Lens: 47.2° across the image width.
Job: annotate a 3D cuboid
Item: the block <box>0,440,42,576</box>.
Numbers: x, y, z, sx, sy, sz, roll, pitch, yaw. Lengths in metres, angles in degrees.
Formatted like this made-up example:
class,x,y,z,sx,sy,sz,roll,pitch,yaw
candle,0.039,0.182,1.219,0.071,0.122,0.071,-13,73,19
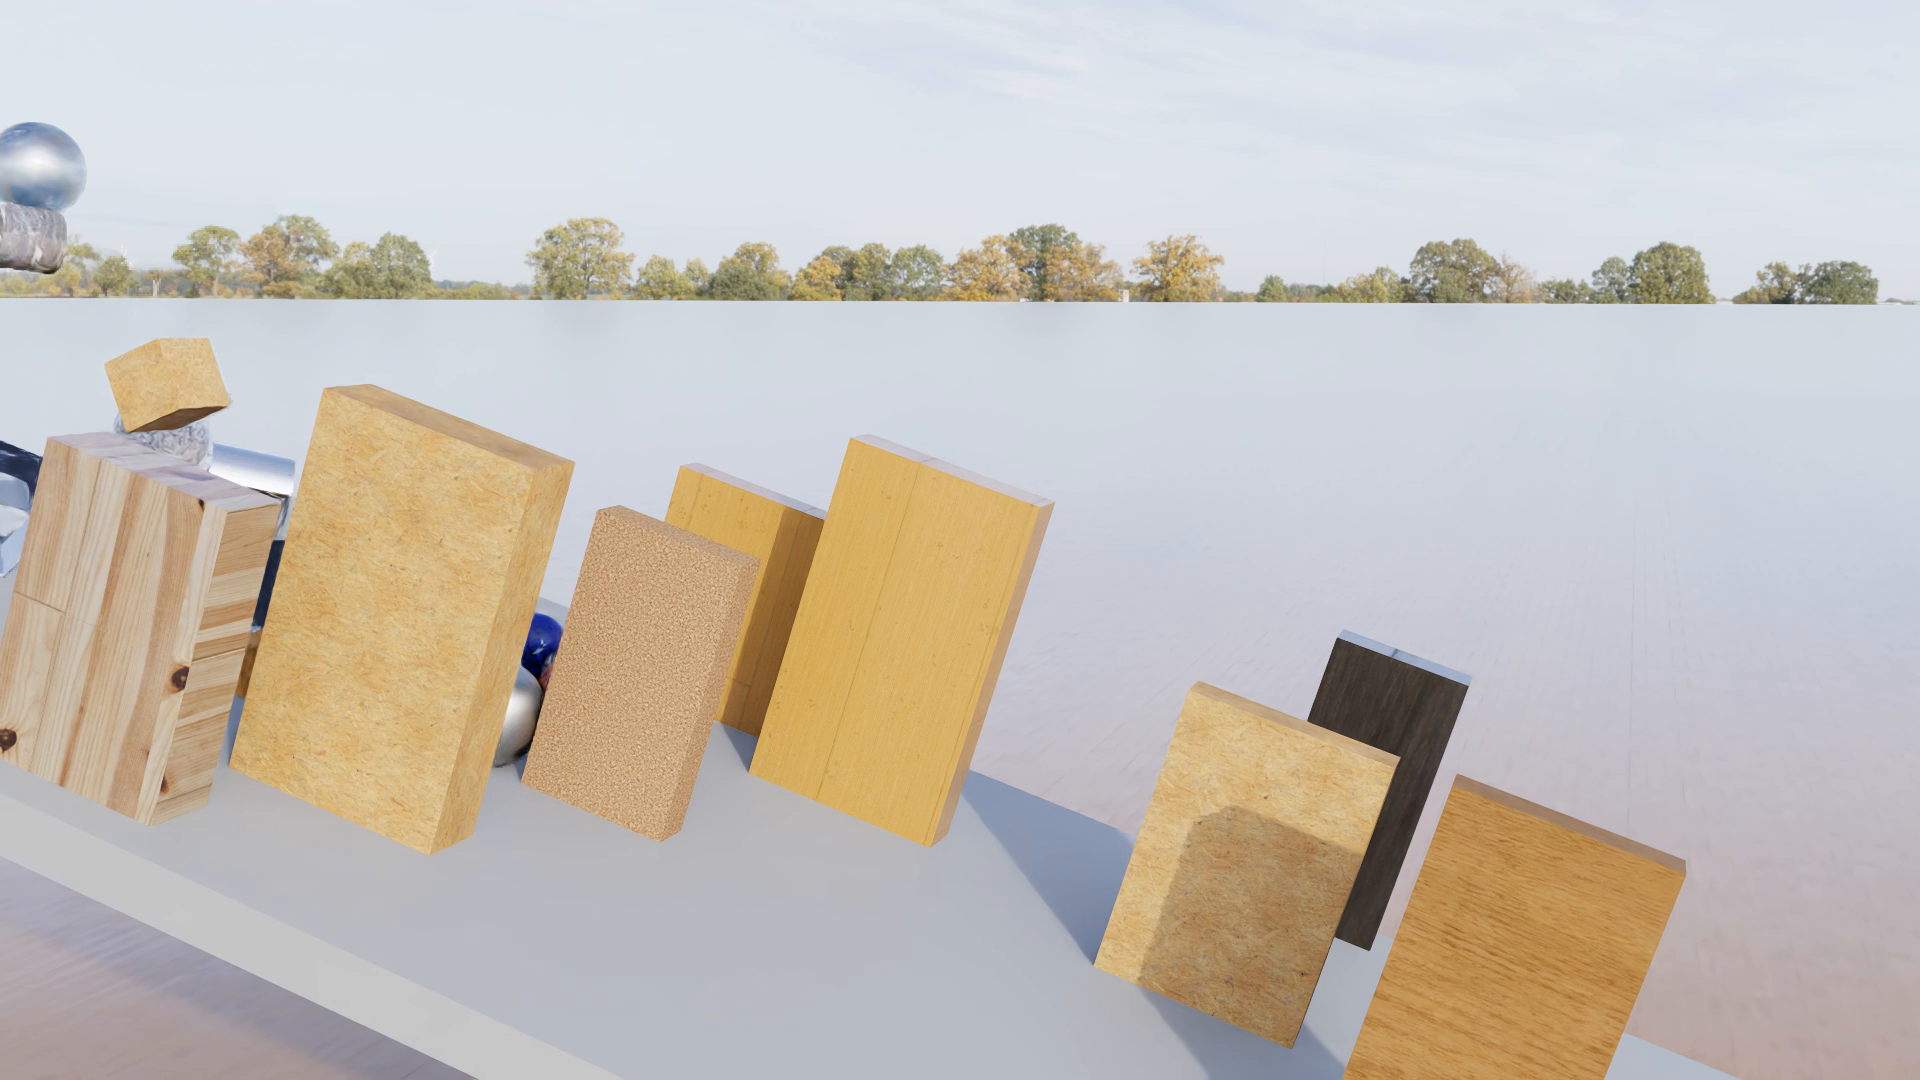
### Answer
class,x,y,z,sx,sy,sz,roll,pitch,yaw
block,-1.939,-0.074,4.378,0.179,0.179,0.179,-39,-40,19

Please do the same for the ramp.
class,x,y,z,sx,sy,sz,roll,pitch,yaw
ramp,-0.355,0.671,4.225,4.000,0.100,2.000,21,12,14

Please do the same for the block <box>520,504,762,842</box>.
class,x,y,z,sx,sy,sz,roll,pitch,yaw
block,-0.606,0.251,4.163,0.304,0.560,0.096,21,12,14

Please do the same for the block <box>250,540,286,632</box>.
class,x,y,z,sx,sy,sz,roll,pitch,yaw
block,-1.267,0.124,4.363,0.181,0.181,0.181,5,-20,20

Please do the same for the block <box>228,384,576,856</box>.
class,x,y,z,sx,sy,sz,roll,pitch,yaw
block,-0.972,0.133,3.815,0.415,0.705,0.146,21,12,14

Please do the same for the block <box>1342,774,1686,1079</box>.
class,x,y,z,sx,sy,sz,roll,pitch,yaw
block,0.834,0.773,3.471,0.366,0.721,0.086,21,12,14

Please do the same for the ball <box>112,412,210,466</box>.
class,x,y,z,sx,sy,sz,roll,pitch,yaw
ball,-1.704,-0.226,4.697,0.197,0.197,0.197,0,7,0

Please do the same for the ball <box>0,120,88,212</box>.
class,x,y,z,sx,sy,sz,roll,pitch,yaw
ball,-1.852,-0.743,4.410,0.191,0.191,0.191,0,7,0

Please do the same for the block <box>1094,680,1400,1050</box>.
class,x,y,z,sx,sy,sz,roll,pitch,yaw
block,0.537,0.609,4.144,0.401,0.576,0.096,21,12,14

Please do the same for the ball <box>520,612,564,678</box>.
class,x,y,z,sx,sy,sz,roll,pitch,yaw
ball,-0.931,0.229,4.818,0.143,0.143,0.143,0,7,0

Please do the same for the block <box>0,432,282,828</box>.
class,x,y,z,sx,sy,sz,roll,pitch,yaw
block,-1.362,0.141,3.603,0.349,0.546,0.144,21,12,14

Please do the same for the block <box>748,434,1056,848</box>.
class,x,y,z,sx,sy,sz,roll,pitch,yaw
block,-0.126,0.207,4.586,0.425,0.754,0.119,21,12,14

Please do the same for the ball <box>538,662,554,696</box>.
class,x,y,z,sx,sy,sz,roll,pitch,yaw
ball,-0.773,0.325,4.489,0.192,0.192,0.192,0,7,0

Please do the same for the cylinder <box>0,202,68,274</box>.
class,x,y,z,sx,sy,sz,roll,pitch,yaw
cylinder,-1.846,-0.595,4.325,0.128,0.128,0.128,6,2,43

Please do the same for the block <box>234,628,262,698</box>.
class,x,y,z,sx,sy,sz,roll,pitch,yaw
block,-1.332,0.248,4.241,0.105,0.105,0.105,18,12,0

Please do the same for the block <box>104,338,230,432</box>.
class,x,y,z,sx,sy,sz,roll,pitch,yaw
block,-1.560,-0.306,4.329,0.144,0.144,0.144,-20,-2,22

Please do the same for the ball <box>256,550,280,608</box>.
class,x,y,z,sx,sy,sz,roll,pitch,yaw
ball,-1.510,0.077,4.670,0.144,0.144,0.144,0,7,0

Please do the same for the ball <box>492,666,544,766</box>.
class,x,y,z,sx,sy,sz,roll,pitch,yaw
ball,-0.901,0.331,4.232,0.209,0.209,0.209,0,7,0

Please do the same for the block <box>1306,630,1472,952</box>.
class,x,y,z,sx,sy,sz,roll,pitch,yaw
block,0.865,0.544,4.798,0.294,0.626,0.115,21,12,14

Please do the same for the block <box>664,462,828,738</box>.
class,x,y,z,sx,sy,sz,roll,pitch,yaw
block,-0.500,0.140,4.927,0.405,0.519,0.092,21,12,14

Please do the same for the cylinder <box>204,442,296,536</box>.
class,x,y,z,sx,sy,sz,roll,pitch,yaw
cylinder,-1.691,-0.121,5.205,0.189,0.189,0.189,13,1,-23

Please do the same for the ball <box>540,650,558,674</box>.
class,x,y,z,sx,sy,sz,roll,pitch,yaw
ball,-0.836,0.290,4.719,0.124,0.124,0.124,0,7,0
